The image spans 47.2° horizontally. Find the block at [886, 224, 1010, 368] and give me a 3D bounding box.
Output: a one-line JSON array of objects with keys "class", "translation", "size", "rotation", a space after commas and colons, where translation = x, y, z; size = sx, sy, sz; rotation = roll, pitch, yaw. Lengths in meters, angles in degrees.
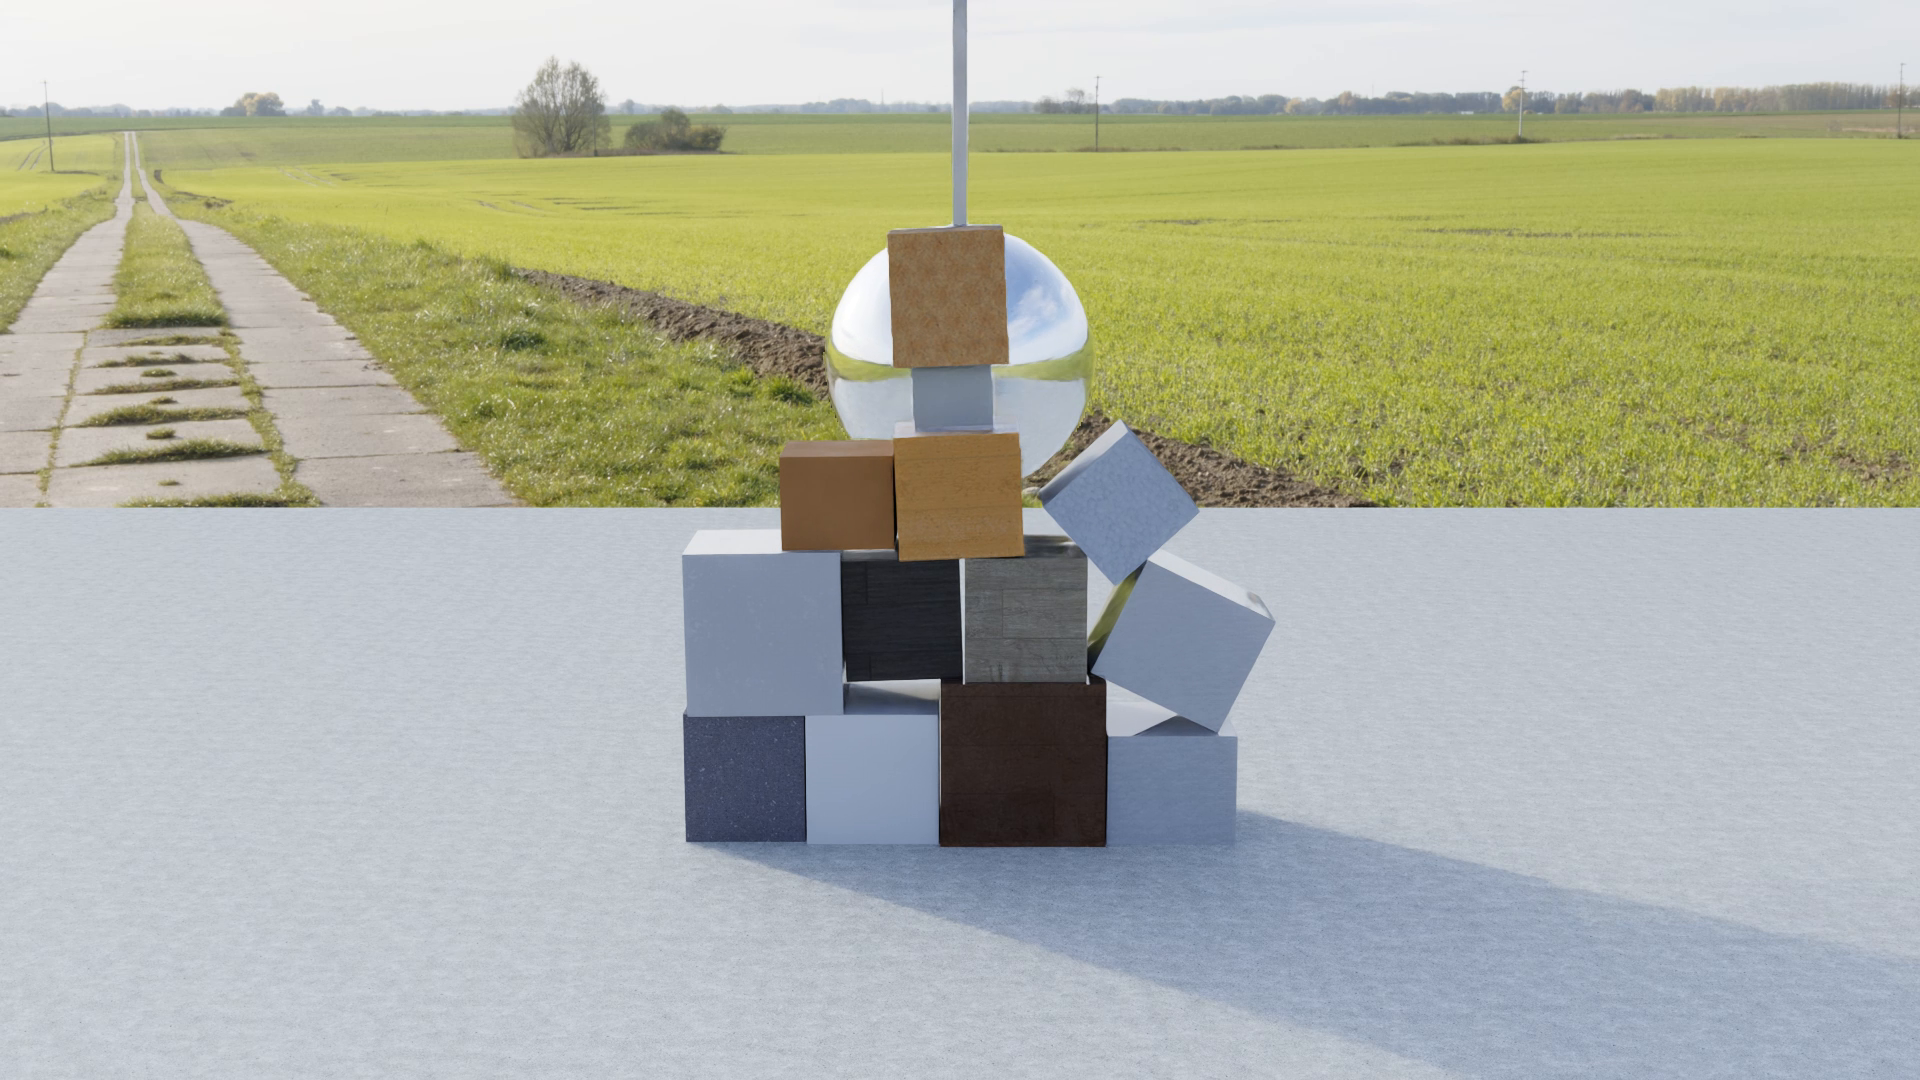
[{"class": "block", "translation": [-0.057, -1.222, 10.972], "size": [0.567, 0.651, 0.549], "rotation": [-2, 10, 0]}]

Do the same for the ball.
[{"class": "ball", "translation": [0.000, -1.070, 13.094], "size": [1.600, 1.600, 1.600], "rotation": [0, 10, 0]}]

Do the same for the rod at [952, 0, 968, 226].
[{"class": "rod", "translation": [0.000, -3.998, 11.367], "size": [0.080, 5.200, 0.080], "rotation": [0, 31, 0]}]

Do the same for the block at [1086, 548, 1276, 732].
[{"class": "block", "translation": [1.115, 0.480, 11.289], "size": [0.717, 0.637, 0.623], "rotation": [26, 9, -5]}]

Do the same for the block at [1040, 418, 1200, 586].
[{"class": "block", "translation": [0.801, -0.197, 11.150], "size": [0.563, 0.543, 0.533], "rotation": [-42, 7, 7]}]

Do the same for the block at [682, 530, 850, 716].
[{"class": "block", "translation": [-0.977, 0.412, 11.240], "size": [0.779, 0.825, 0.683], "rotation": [-1, 10, 0]}]

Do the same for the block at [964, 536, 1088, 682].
[{"class": "block", "translation": [0.328, 0.341, 11.232], "size": [0.607, 0.626, 0.658], "rotation": [0, 10, 0]}]

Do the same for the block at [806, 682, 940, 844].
[{"class": "block", "translation": [-0.441, 1.146, 11.380], "size": [0.666, 0.674, 0.663], "rotation": [0, 10, 0]}]

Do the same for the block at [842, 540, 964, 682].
[{"class": "block", "translation": [-0.288, 0.349, 11.262], "size": [0.585, 0.614, 0.587], "rotation": [-2, 10, 0]}]

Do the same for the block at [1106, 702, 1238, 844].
[{"class": "block", "translation": [1.065, 1.200, 11.388], "size": [0.651, 0.565, 0.682], "rotation": [0, 10, 0]}]

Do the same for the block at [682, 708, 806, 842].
[{"class": "block", "translation": [-1.087, 1.149, 11.381], "size": [0.607, 0.667, 0.595], "rotation": [0, 10, 0]}]

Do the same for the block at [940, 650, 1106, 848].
[{"class": "block", "translation": [0.316, 1.063, 11.367], "size": [0.827, 0.842, 0.764], "rotation": [0, 10, 0]}]

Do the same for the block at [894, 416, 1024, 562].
[{"class": "block", "translation": [-0.005, -0.268, 11.120], "size": [0.618, 0.615, 0.651], "rotation": [-2, 10, 0]}]

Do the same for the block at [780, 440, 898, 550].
[{"class": "block", "translation": [-0.608, -0.234, 11.157], "size": [0.560, 0.467, 0.590], "rotation": [-1, 10, 0]}]

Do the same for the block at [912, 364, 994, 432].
[{"class": "block", "translation": [-0.035, -0.739, 11.065], "size": [0.394, 0.334, 0.375], "rotation": [-2, 10, 0]}]
